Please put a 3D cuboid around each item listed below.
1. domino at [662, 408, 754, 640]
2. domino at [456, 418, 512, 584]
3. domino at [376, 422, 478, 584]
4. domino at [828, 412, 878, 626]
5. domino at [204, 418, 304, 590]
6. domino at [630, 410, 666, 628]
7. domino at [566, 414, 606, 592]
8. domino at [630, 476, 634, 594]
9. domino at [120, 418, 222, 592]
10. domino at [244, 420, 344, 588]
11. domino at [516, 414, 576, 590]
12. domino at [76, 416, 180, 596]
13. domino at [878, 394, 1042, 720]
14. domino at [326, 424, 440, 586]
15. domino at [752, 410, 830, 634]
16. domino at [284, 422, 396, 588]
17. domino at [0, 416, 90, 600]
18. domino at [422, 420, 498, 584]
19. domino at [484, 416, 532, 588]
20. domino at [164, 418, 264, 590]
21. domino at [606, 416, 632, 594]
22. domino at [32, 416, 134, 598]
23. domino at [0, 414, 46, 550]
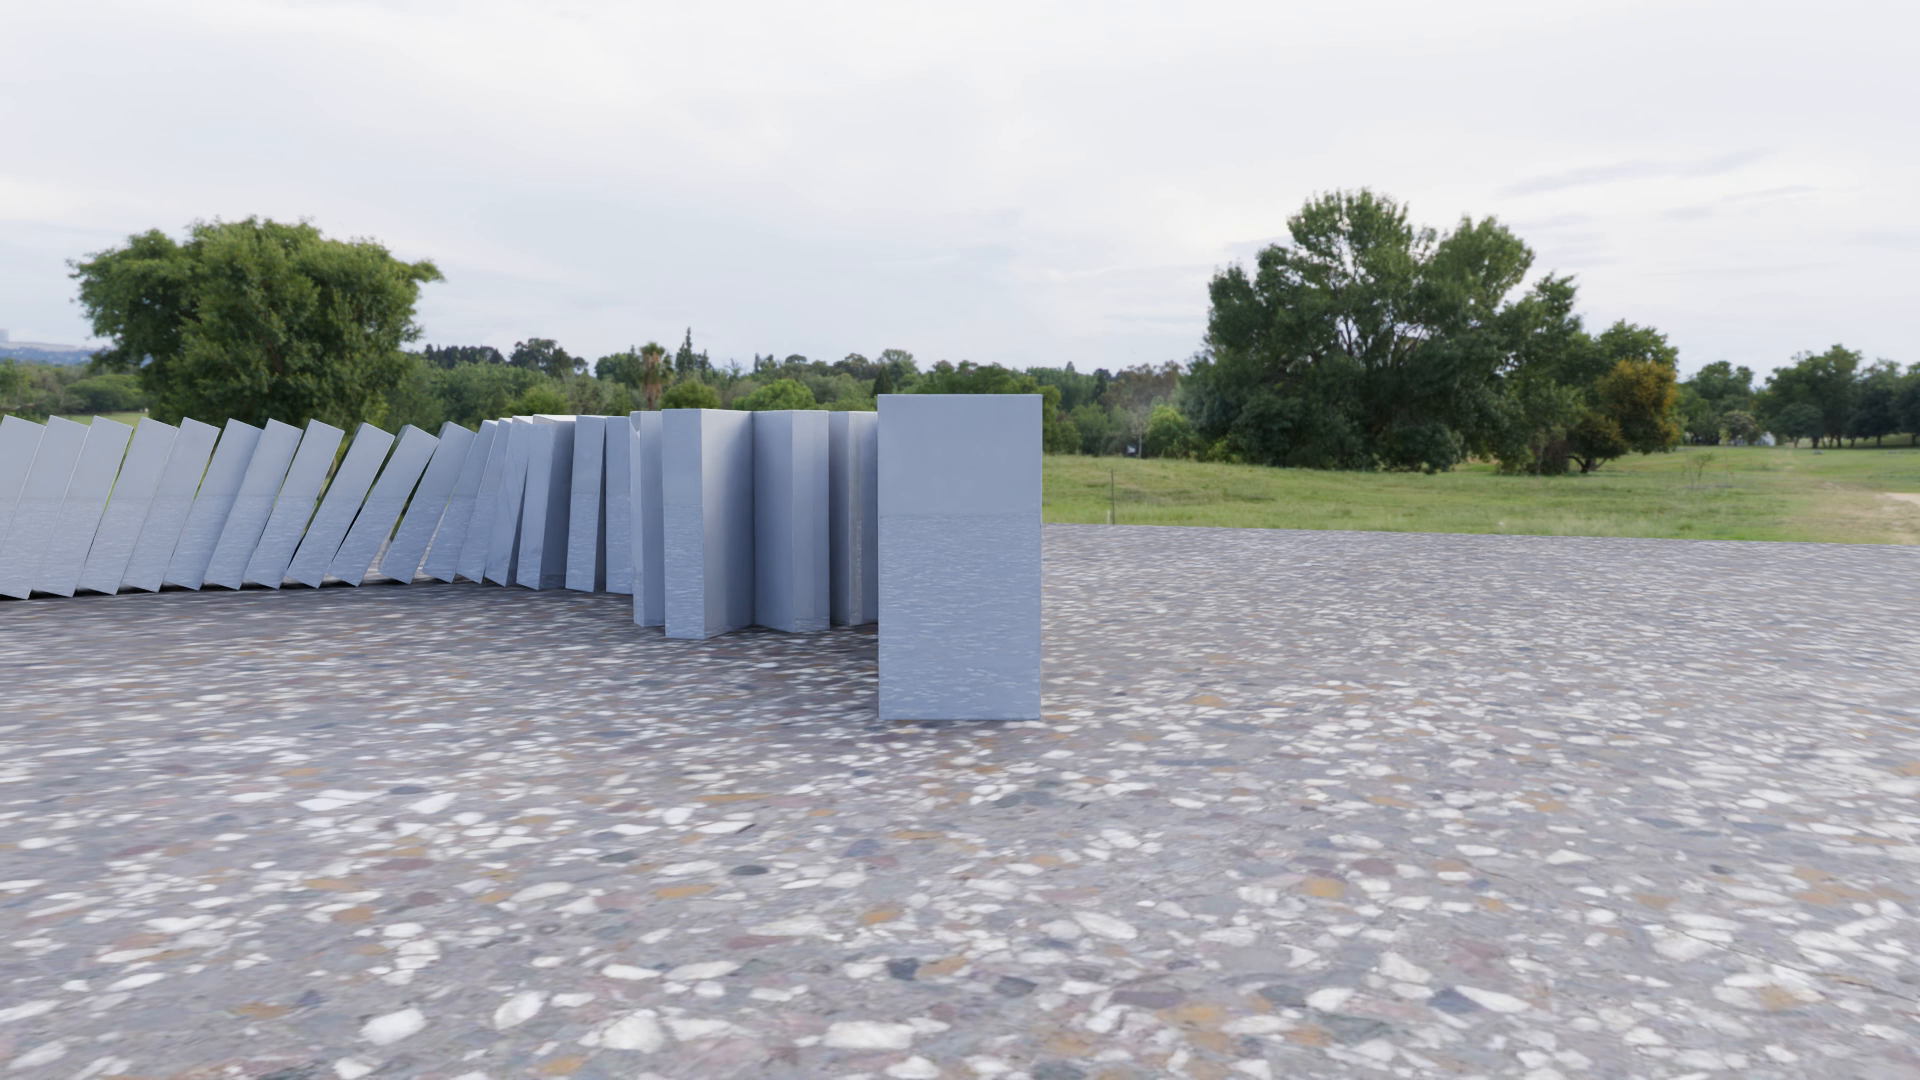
[{"bbox_3d":[-0.057,-0.004,0.290,0.009,0.050,0.025,1,4,16],"label":"domino"},{"bbox_3d":[-0.138,-0.012,0.398,0.010,0.050,0.025,22,11,16],"label":"domino"},{"bbox_3d":[-0.166,-0.012,0.400,0.009,0.050,0.025,26,-7,-25],"label":"domino"},{"bbox_3d":[-0.032,-0.006,0.310,0.025,0.050,0.009,4,6,43],"label":"domino"},{"bbox_3d":[-0.212,-0.011,0.385,0.009,0.050,0.025,22,-7,-28],"label":"domino"},{"bbox_3d":[-0.065,-0.005,0.306,0.025,0.050,0.010,-2,5,-28],"label":"domino"},{"bbox_3d":[-0.103,-0.011,0.378,0.009,0.050,0.025,8,7,19],"label":"domino"},{"bbox_3d":[-0.080,-0.010,0.364,0.025,0.050,0.009,-3,6,-34],"label":"domino"},{"bbox_3d":[-0.232,-0.011,0.378,0.009,0.050,0.025,21,-6,-28],"label":"domino"},{"bbox_3d":[-0.201,-0.011,0.387,0.010,0.050,0.025,23,-7,-27],"label":"domino"},{"bbox_3d":[-0.116,-0.012,0.382,0.009,0.050,0.025,15,11,29],"label":"domino"},{"bbox_3d":[-0.241,-0.010,0.372,0.009,0.050,0.025,21,-8,-32],"label":"domino"},{"bbox_3d":[0.000,0.002,0.201,0.025,0.050,0.009,0,4,0],"label":"domino"},{"bbox_3d":[-0.178,-0.011,0.395,0.010,0.050,0.025,30,-10,-26],"label":"domino"},{"bbox_3d":[-0.041,-0.005,0.299,0.009,0.050,0.025,-3,5,-37],"label":"domino"},{"bbox_3d":[-0.189,-0.011,0.390,0.009,0.050,0.025,28,-9,-27],"label":"domino"},{"bbox_3d":[-0.258,-0.010,0.361,0.009,0.050,0.025,20,-7,-32],"label":"domino"},{"bbox_3d":[-0.152,-0.013,0.403,0.010,0.050,0.025,22,0,-11],"label":"domino"},{"bbox_3d":[-0.127,-0.012,0.389,0.010,0.050,0.025,22,14,28],"label":"domino"},{"bbox_3d":[-0.222,-0.011,0.383,0.009,0.050,0.025,22,-7,-28],"label":"domino"},{"bbox_3d":[-0.091,-0.011,0.374,0.009,0.050,0.025,4,5,26],"label":"domino"},{"bbox_3d":[-0.250,-0.010,0.366,0.009,0.050,0.025,20,-7,-32],"label":"domino"},{"bbox_3d":[-0.267,-0.009,0.356,0.009,0.050,0.025,20,-7,-32],"label":"domino"}]
